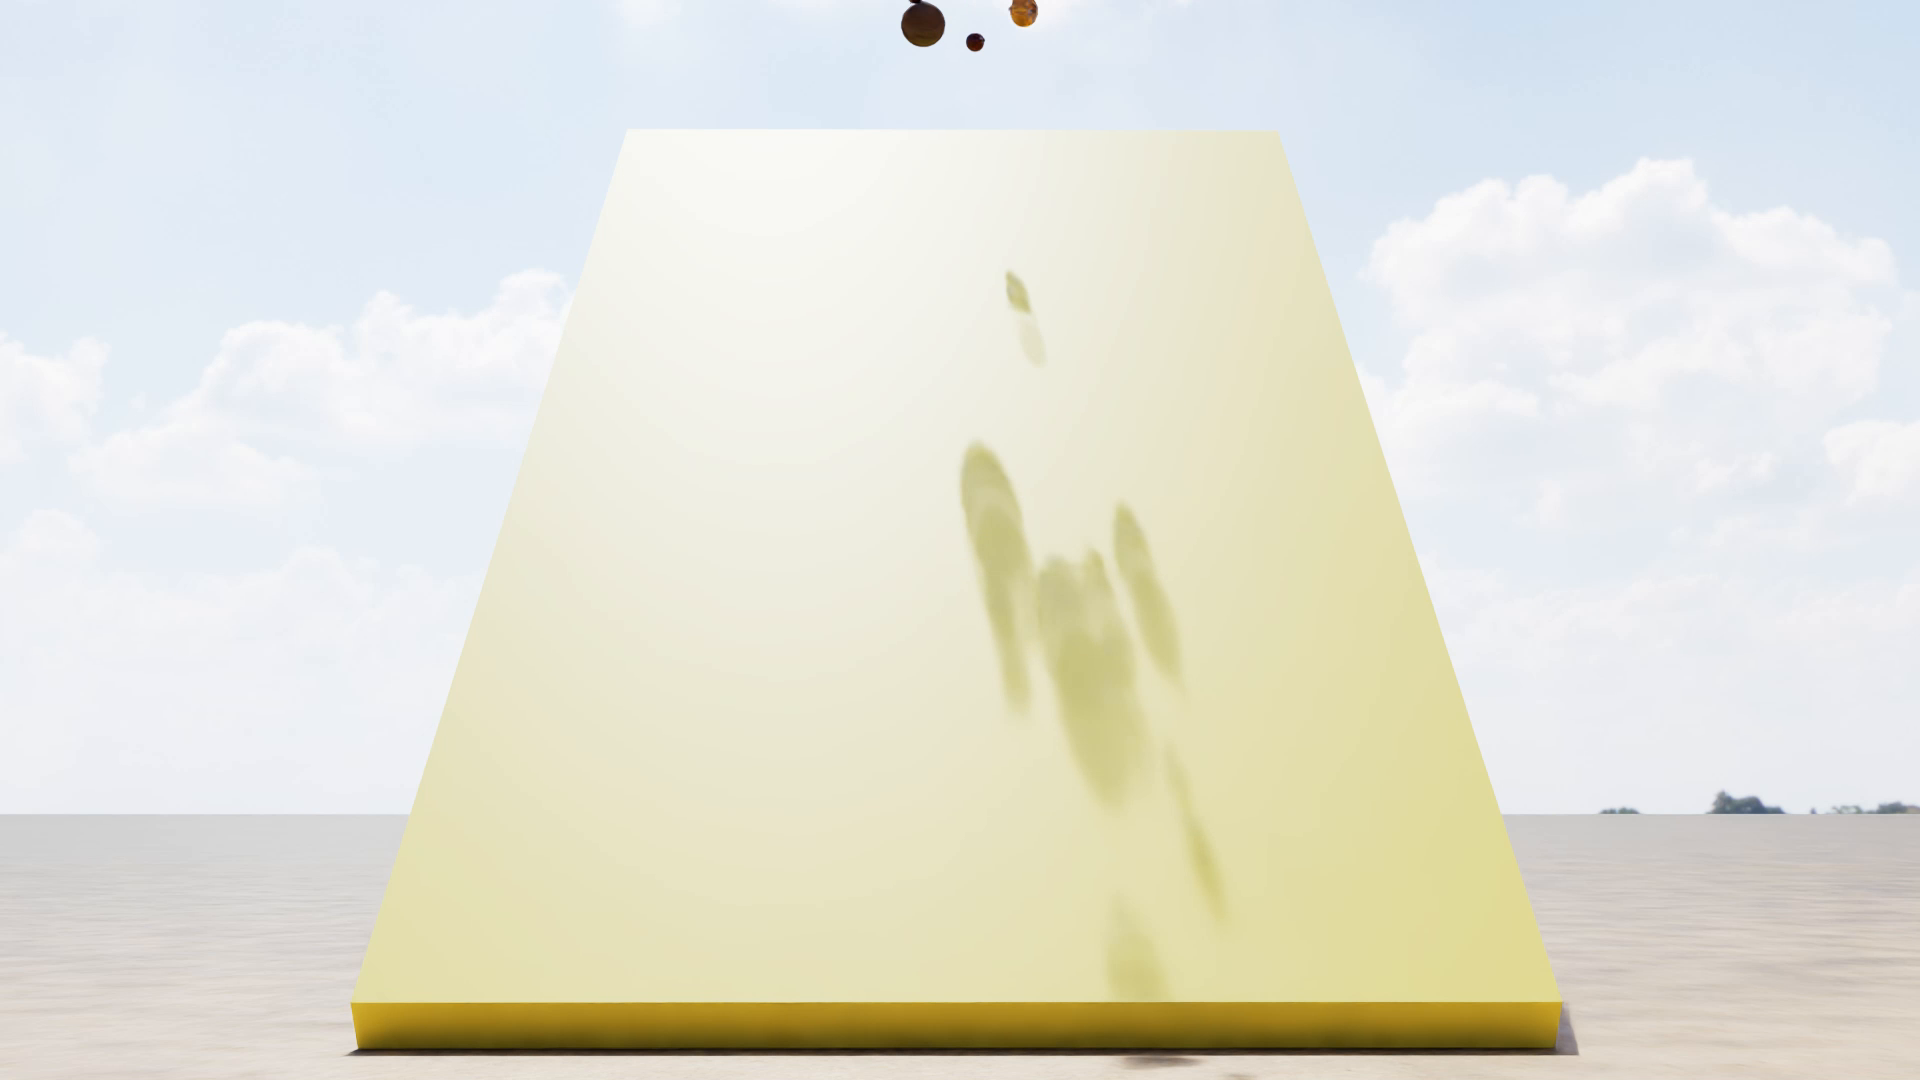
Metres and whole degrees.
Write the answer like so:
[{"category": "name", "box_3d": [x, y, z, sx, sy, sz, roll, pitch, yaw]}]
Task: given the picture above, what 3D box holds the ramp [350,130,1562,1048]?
[{"category": "ramp", "box_3d": [-0.013, -0.206, 5.746, 2.000, 0.100, 4.000, 0, 30, 0]}]
